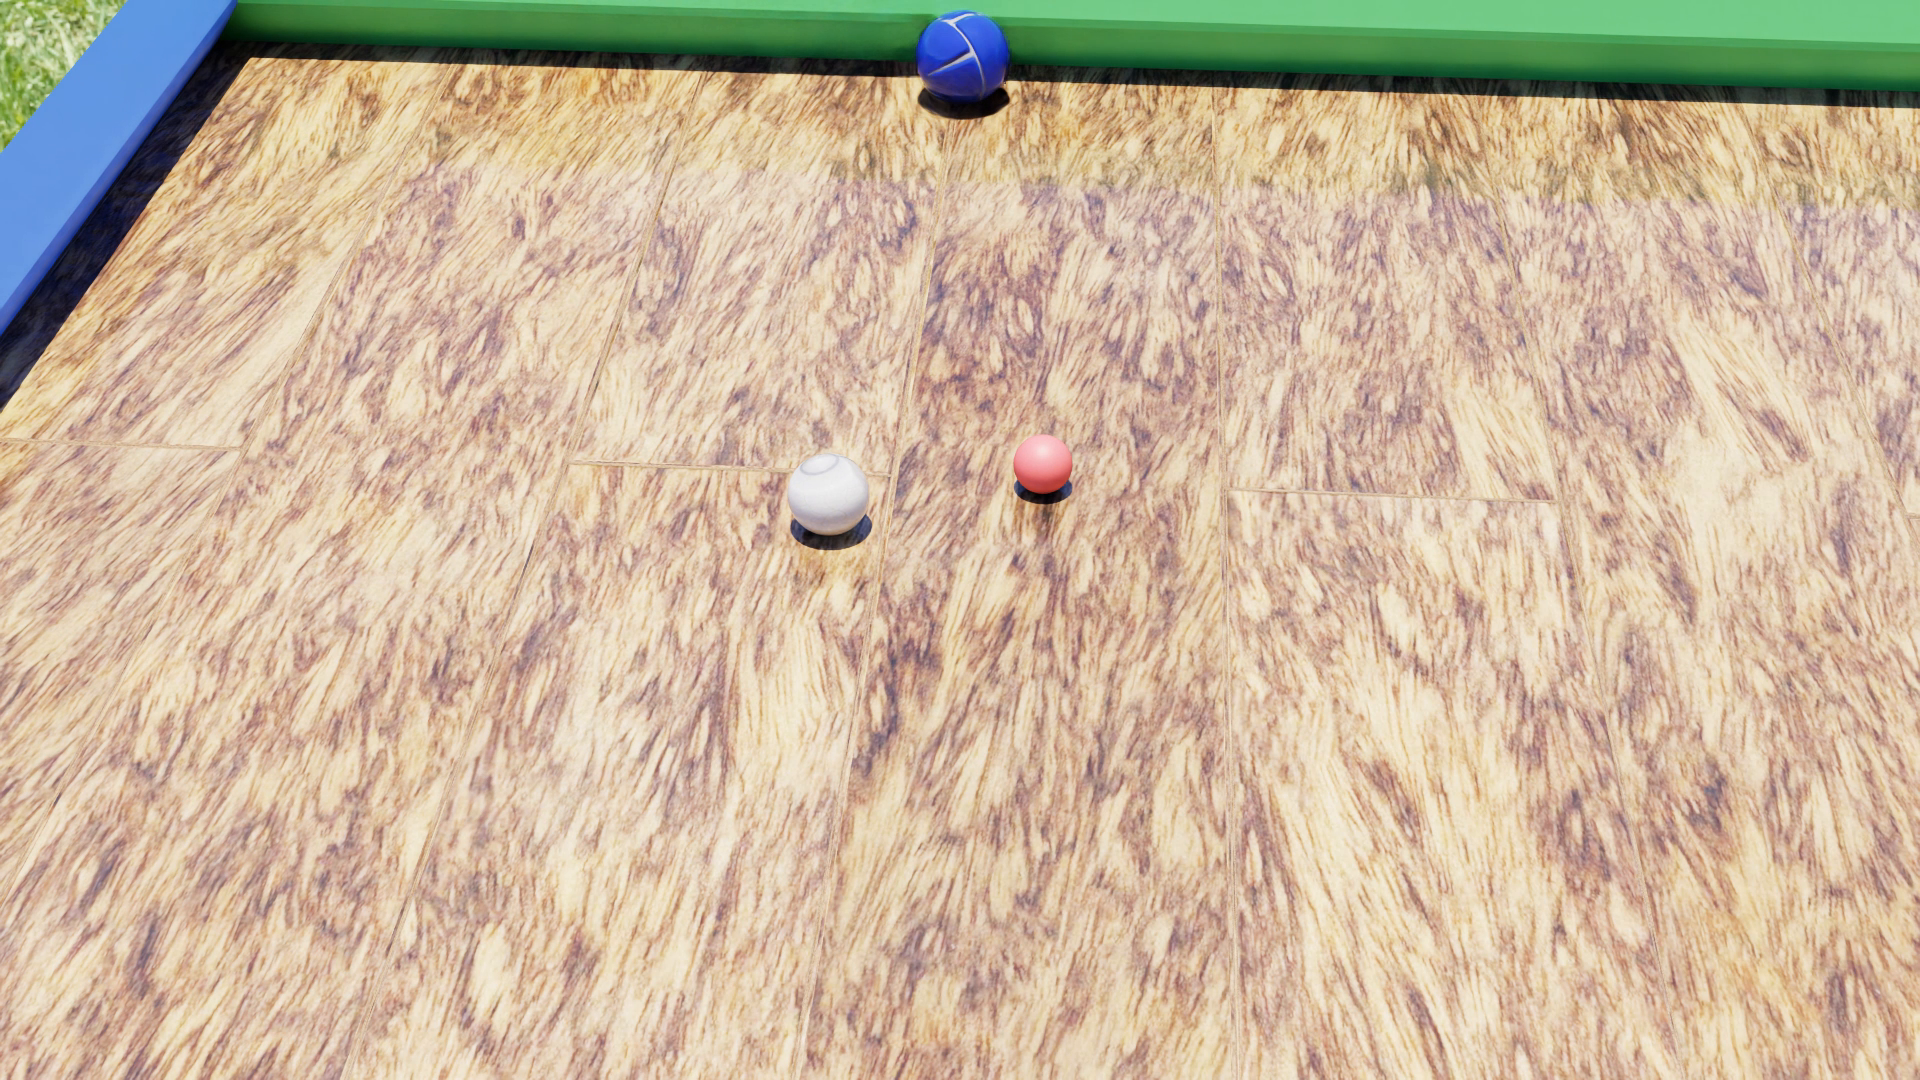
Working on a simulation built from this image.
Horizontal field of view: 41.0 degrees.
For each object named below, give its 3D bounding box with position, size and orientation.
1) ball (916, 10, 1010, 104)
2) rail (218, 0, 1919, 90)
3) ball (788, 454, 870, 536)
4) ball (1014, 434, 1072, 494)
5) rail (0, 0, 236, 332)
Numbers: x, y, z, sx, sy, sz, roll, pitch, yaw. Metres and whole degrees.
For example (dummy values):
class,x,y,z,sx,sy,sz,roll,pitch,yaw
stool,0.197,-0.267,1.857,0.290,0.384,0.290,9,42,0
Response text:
class,x,y,z,sx,sy,sz,roll,pitch,yaw
ball,0.002,-0.460,2.445,0.089,0.089,0.089,0,35,0
rail,0.871,-0.477,2.435,3.253,0.127,0.045,2,35,3
ball,-0.095,-0.033,1.866,0.060,0.060,0.060,0,35,0
ball,0.062,-0.057,1.912,0.044,0.044,0.044,0,35,0
rail,-0.788,-0.056,1.839,0.045,0.127,1.739,2,35,3
